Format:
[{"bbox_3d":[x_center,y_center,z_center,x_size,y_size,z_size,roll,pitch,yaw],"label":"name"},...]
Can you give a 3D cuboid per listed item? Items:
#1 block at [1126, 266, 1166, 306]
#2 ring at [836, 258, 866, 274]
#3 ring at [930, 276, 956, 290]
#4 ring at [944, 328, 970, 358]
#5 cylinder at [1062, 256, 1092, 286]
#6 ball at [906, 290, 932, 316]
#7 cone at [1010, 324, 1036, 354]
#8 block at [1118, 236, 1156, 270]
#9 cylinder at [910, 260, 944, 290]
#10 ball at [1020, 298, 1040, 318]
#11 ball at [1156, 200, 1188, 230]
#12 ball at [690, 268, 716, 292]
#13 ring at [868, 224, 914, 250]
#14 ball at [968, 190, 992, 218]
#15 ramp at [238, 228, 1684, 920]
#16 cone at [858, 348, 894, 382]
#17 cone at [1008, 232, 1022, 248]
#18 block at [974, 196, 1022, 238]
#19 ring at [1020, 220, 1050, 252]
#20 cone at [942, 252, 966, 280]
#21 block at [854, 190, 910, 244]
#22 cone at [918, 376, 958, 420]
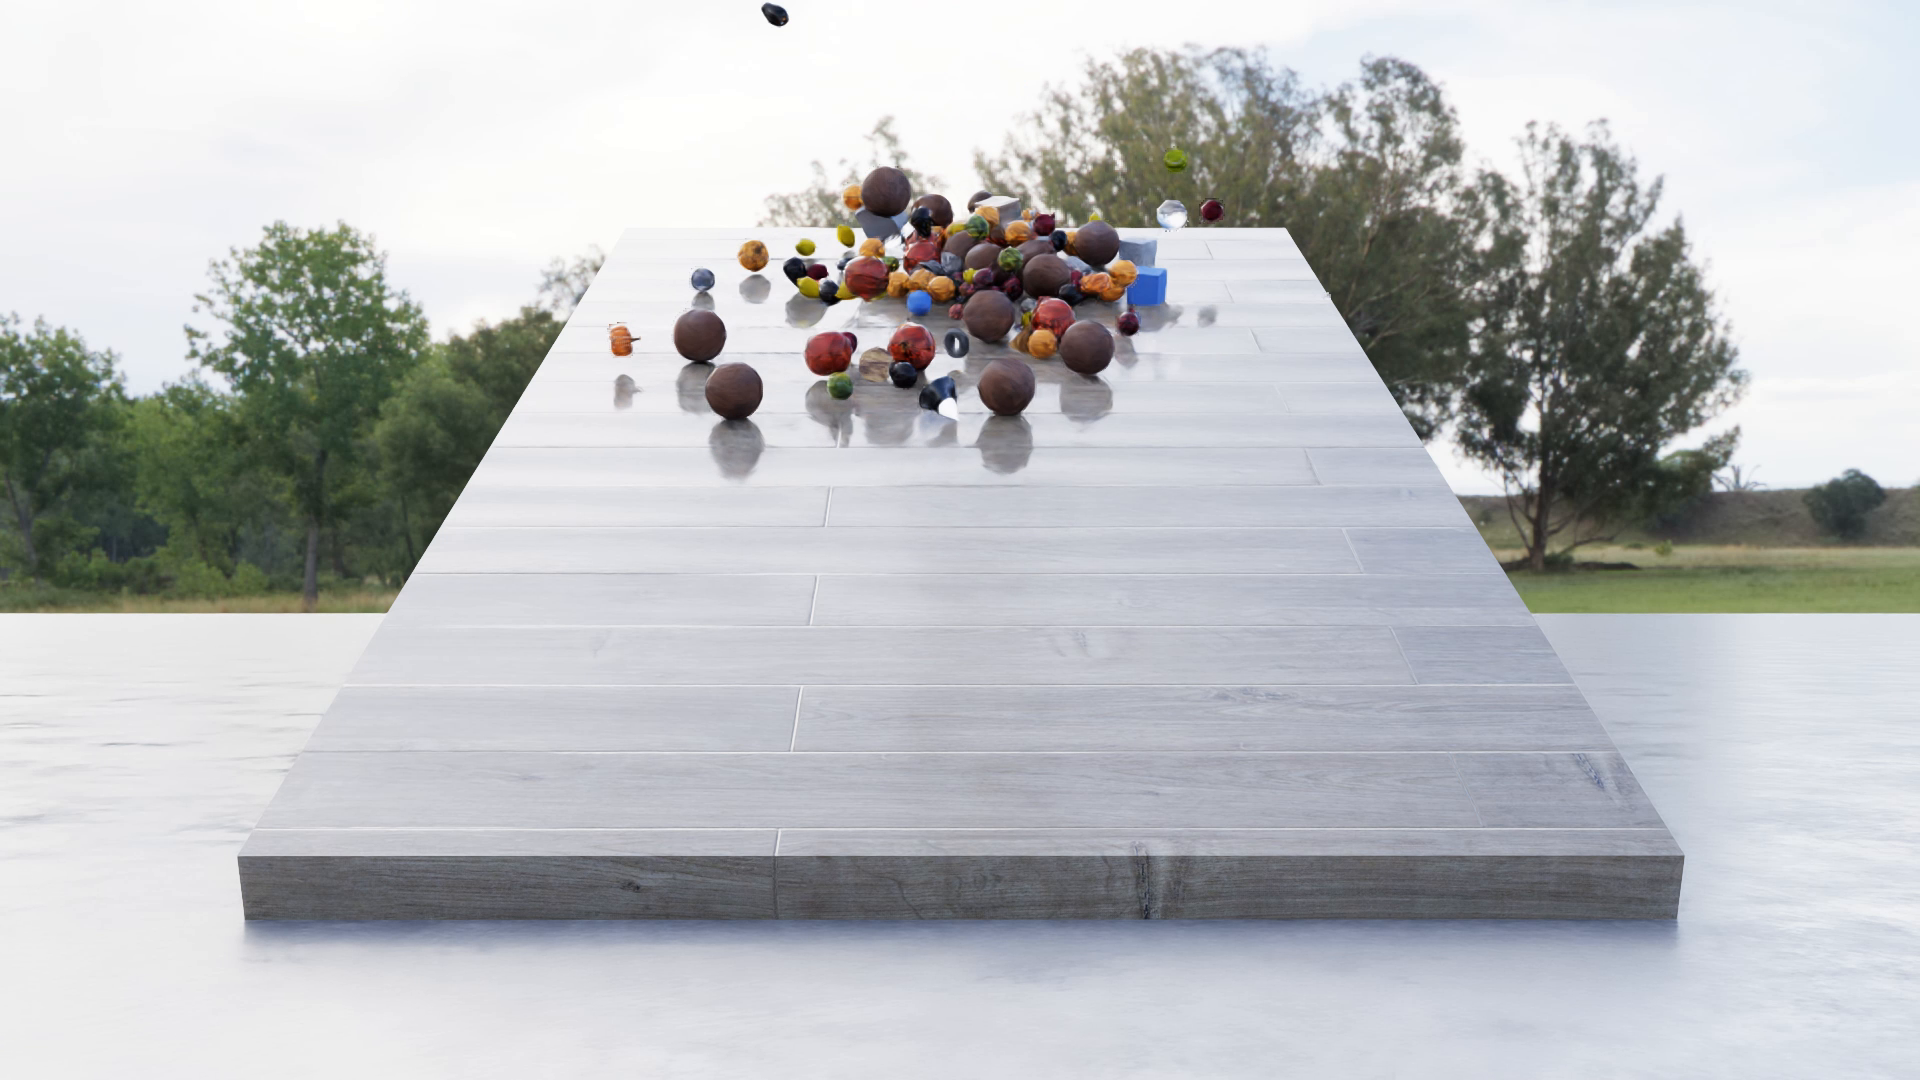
[{"bbox_3d":[0.495,-0.673,6.023,0.084,0.084,0.084,7,21,18],"label":"block"},{"bbox_3d":[-0.303,-0.766,6.344,0.088,0.029,0.088,7,21,-3],"label":"ring"},{"bbox_3d":[-0.054,-0.704,6.174,0.092,0.031,0.092,0,29,0],"label":"ring"},{"bbox_3d":[-0.008,-0.472,5.450,0.075,0.075,0.025,-2,11,45],"label":"ring"},{"bbox_3d":[0.319,-0.734,6.199,0.060,0.060,0.060,39,22,33],"label":"cylinder"},{"bbox_3d":[-0.105,-0.615,5.892,0.065,0.065,0.065,0,-2,0],"label":"ball"},{"bbox_3d":[0.163,-0.503,5.561,0.068,0.068,0.068,13,26,-7],"label":"cone"},{"bbox_3d":[0.501,-0.809,6.404,0.077,0.077,0.077,12,24,30],"label":"block"},{"bbox_3d":[-0.088,-0.711,6.090,0.070,0.070,0.070,-1,12,30],"label":"cylinder"},{"bbox_3d":[0.180,-0.599,5.870,0.050,0.050,0.050,0,-2,0],"label":"ball"},{"bbox_3d":[0.568,-0.872,6.088,0.081,0.081,0.081,0,-2,0],"label":"ball"},{"bbox_3d":[-0.693,-0.702,6.122,0.067,0.067,0.067,0,-2,0],"label":"ball"},{"bbox_3d":[-0.199,-0.880,6.594,0.143,0.048,0.143,-18,19,6],"label":"ring"},{"bbox_3d":[0.063,-0.956,6.489,0.086,0.086,0.086,0,-2,0],"label":"ball"},{"bbox_3d":[-0.005,-0.209,5.029,2.000,0.100,4.000,0,20,0],"label":"ramp"},{"bbox_3d":[-0.194,-0.406,5.364,0.085,0.085,0.085,0,-6,2],"label":"cone"},{"bbox_3d":[0.159,-0.897,6.628,0.069,0.069,0.069,1,34,-24],"label":"cone"},{"bbox_3d":[0.109,-0.903,6.349,0.091,0.091,0.091,15,30,40],"label":"block"},{"bbox_3d":[0.207,-0.840,6.275,0.093,0.093,0.031,-1,-19,32],"label":"ring"},{"bbox_3d":[-0.034,-0.726,6.138,0.078,0.078,0.078,28,-10,5],"label":"cone"},{"bbox_3d":[-0.223,-0.927,6.508,0.100,0.100,0.100,-21,21,27],"label":"block"},{"bbox_3d":[-0.027,-0.297,5.058,0.095,0.095,0.095,2,41,-43],"label":"cone"}]
